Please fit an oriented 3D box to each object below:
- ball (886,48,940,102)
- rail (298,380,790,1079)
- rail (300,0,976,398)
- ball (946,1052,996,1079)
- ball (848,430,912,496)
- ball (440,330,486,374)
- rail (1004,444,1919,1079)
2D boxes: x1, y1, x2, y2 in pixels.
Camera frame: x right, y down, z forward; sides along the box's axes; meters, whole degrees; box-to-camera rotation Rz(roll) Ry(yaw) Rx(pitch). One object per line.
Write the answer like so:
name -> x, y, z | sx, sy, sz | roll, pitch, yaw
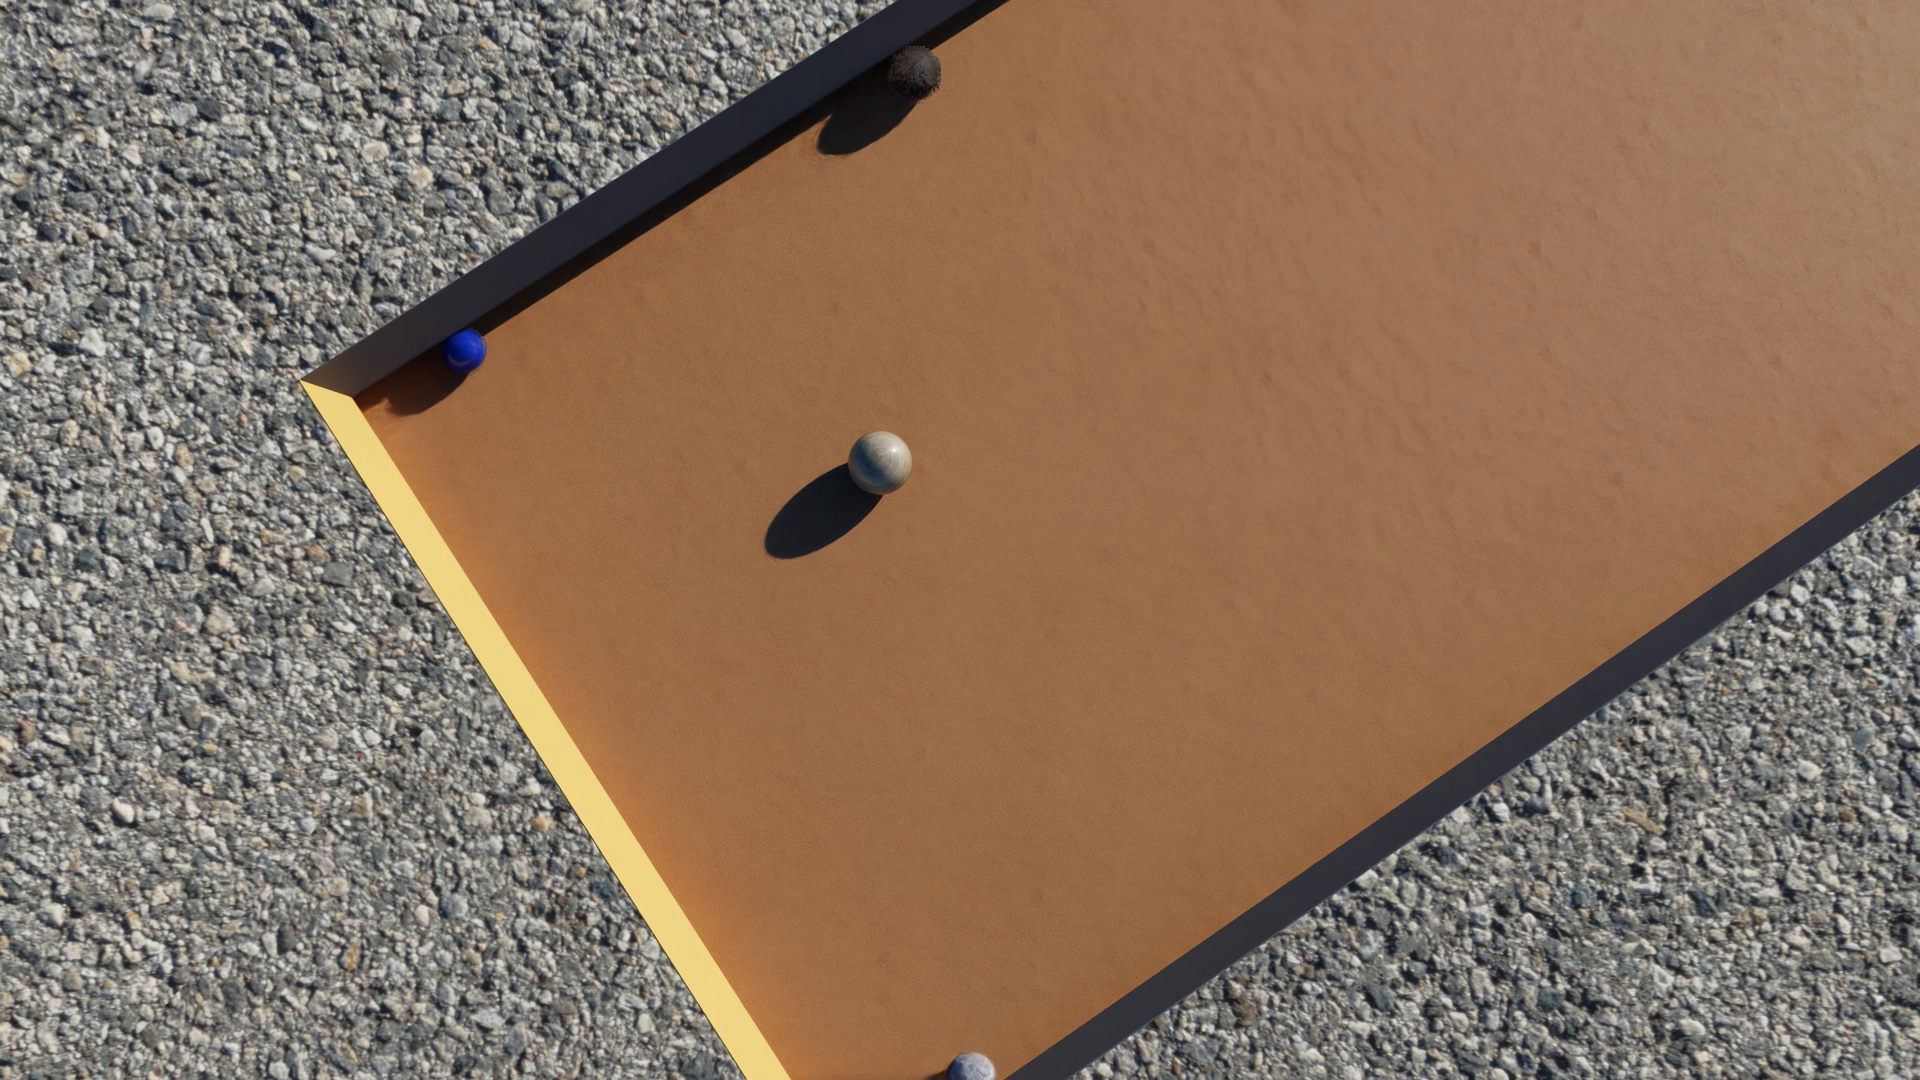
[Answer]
ball -> -0.073, -0.720, 3.400 | 0.082, 0.082, 0.082 | 0, 80, 0
rail -> -0.546, 0.358, 3.191 | 0.045, 0.126, 1.459 | -34, 82, -5
rail -> 0.171, -0.957, 3.418 | 2.729, 0.126, 0.045 | -34, 82, -5
ball -> 0.016, 0.770, 3.148 | 0.071, 0.071, 0.071 | 0, 80, 0
ball -> -0.120, -0.115, 3.288 | 0.097, 0.097, 0.097 | 0, 80, 0
ball -> -0.753, -0.286, 3.333 | 0.066, 0.066, 0.066 | 0, 80, 0
rail -> 0.960, 0.196, 3.219 | 2.729, 0.126, 0.045 | -34, 82, -5
